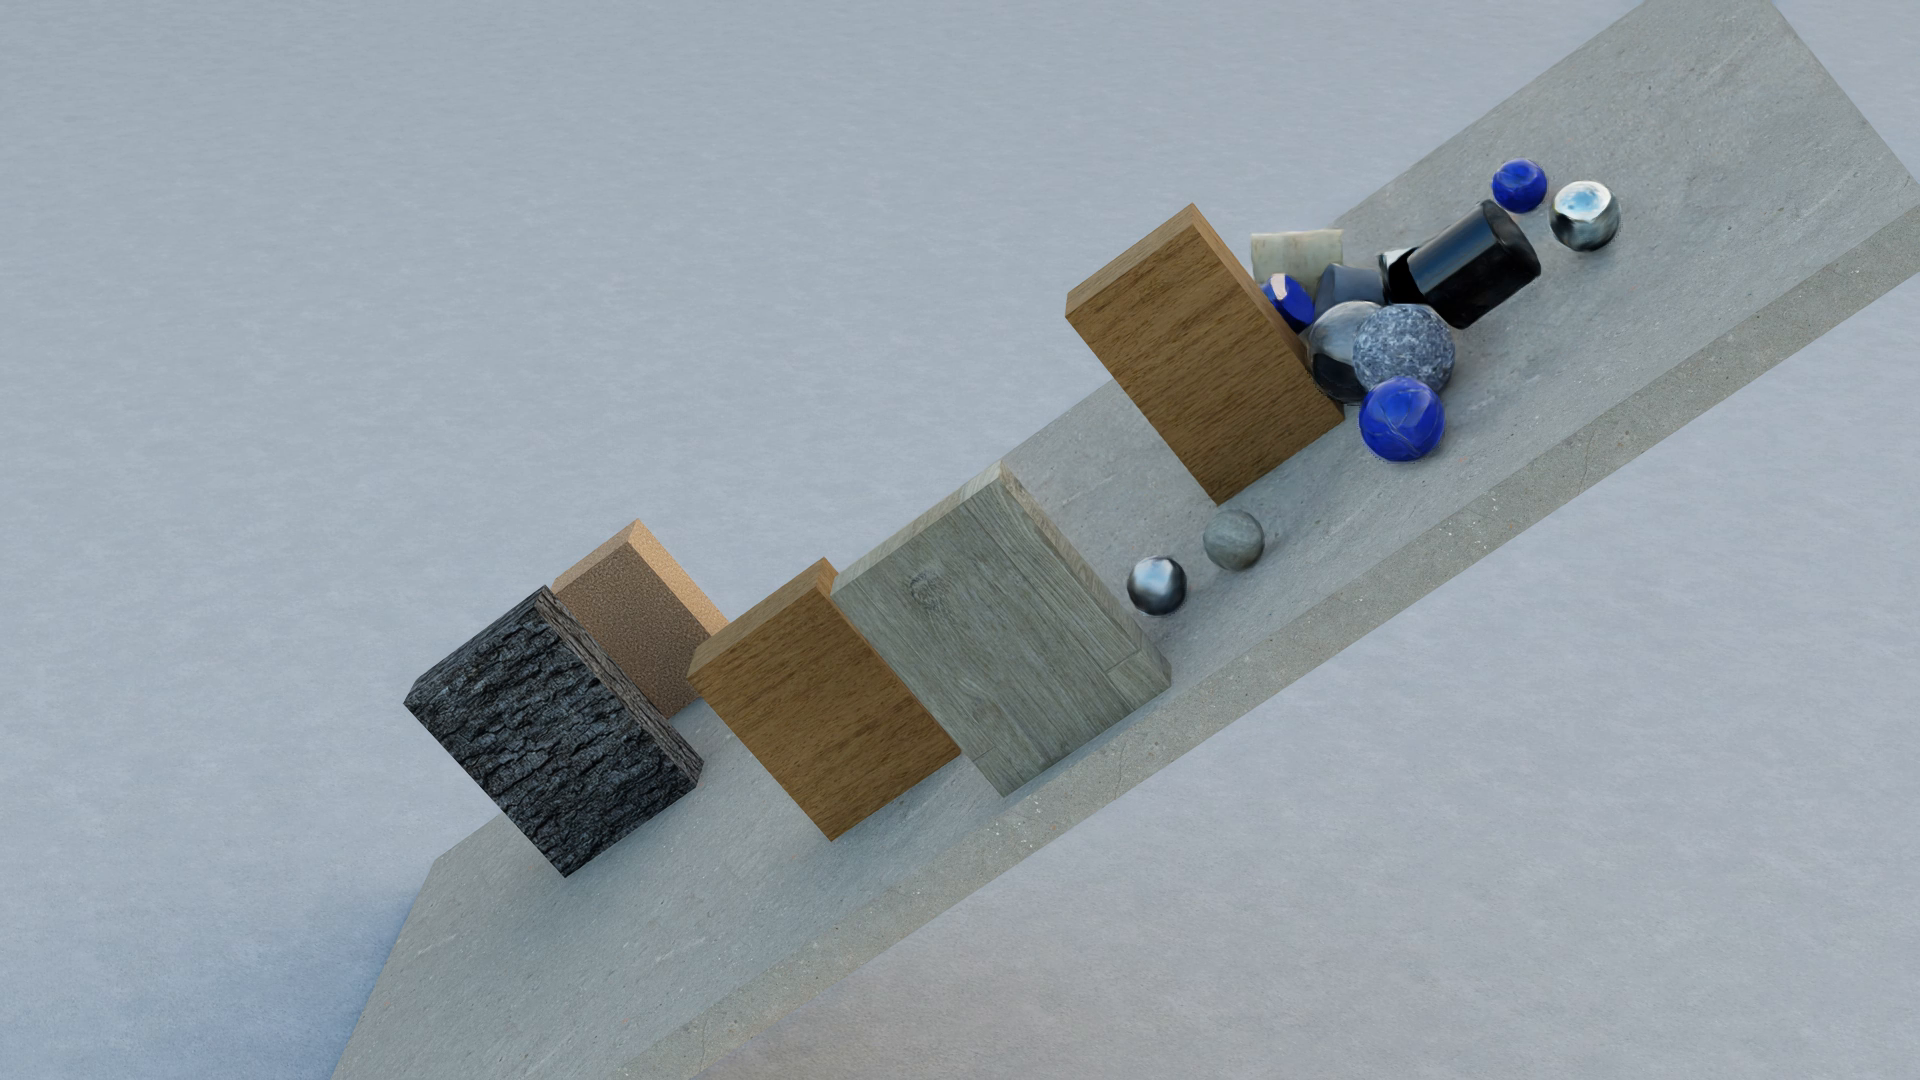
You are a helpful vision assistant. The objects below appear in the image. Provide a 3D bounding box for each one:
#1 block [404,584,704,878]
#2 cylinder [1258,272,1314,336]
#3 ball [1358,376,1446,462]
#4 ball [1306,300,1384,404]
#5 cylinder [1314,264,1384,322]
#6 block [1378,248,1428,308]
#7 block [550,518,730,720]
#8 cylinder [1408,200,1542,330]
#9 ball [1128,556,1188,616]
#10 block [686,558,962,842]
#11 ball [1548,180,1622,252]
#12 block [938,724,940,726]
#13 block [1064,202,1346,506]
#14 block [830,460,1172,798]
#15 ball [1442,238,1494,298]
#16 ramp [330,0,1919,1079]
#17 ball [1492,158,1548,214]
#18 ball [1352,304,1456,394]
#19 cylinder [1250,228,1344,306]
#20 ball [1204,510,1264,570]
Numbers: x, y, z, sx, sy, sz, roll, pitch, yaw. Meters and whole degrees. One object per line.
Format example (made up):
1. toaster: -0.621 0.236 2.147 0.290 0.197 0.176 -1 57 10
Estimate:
1. block: -0.938 0.447 6.818 0.407 0.567 0.129 -35 16 17
2. cylinder: 0.651 -0.467 6.136 0.129 0.129 0.129 31 37 -27
3. ball: 0.808 -0.220 5.378 0.157 0.157 0.157 0 23 0
4. ball: 0.780 -0.369 5.766 0.203 0.203 0.203 0 23 0
5. cylinder: 0.811 -0.471 5.947 0.154 0.154 0.154 9 22 -7
6. block: 0.895 -0.519 5.812 0.110 0.110 0.110 -8 2 1
7. block: -0.784 0.209 7.373 0.278 0.430 0.146 -35 16 17
8. cylinder: 0.976 -0.522 5.583 0.178 0.178 0.178 -37 8 27
9. ball: 0.376 0.087 5.609 0.115 0.115 0.115 0 23 0
10. block: -0.262 0.317 5.830 0.331 0.450 0.146 -35 16 17
11. ball: 1.193 -0.619 5.619 0.137 0.137 0.137 0 23 0
12. block: 0.067 0.238 5.599 0.199 0.199 0.199 7 17 -6
13. block: 0.490 -0.368 5.870 0.313 0.505 0.148 -35 16 17
14. block: 0.077 0.166 5.350 0.387 0.509 0.087 -35 16 17
15. ball: 1.007 -0.544 5.877 0.119 0.119 0.119 0 23 0
16. ramp: 0.125 0.182 6.332 4.000 0.100 2.000 -35 16 17
17. ball: 1.153 -0.730 6.064 0.113 0.113 0.113 0 23 0
18. ball: 0.841 -0.351 5.577 0.195 0.195 0.195 0 23 0
19. cylinder: 0.722 -0.566 6.291 0.189 0.189 0.189 -3 23 5
20. ball: 0.515 0.000 5.528 0.115 0.115 0.115 0 23 0
